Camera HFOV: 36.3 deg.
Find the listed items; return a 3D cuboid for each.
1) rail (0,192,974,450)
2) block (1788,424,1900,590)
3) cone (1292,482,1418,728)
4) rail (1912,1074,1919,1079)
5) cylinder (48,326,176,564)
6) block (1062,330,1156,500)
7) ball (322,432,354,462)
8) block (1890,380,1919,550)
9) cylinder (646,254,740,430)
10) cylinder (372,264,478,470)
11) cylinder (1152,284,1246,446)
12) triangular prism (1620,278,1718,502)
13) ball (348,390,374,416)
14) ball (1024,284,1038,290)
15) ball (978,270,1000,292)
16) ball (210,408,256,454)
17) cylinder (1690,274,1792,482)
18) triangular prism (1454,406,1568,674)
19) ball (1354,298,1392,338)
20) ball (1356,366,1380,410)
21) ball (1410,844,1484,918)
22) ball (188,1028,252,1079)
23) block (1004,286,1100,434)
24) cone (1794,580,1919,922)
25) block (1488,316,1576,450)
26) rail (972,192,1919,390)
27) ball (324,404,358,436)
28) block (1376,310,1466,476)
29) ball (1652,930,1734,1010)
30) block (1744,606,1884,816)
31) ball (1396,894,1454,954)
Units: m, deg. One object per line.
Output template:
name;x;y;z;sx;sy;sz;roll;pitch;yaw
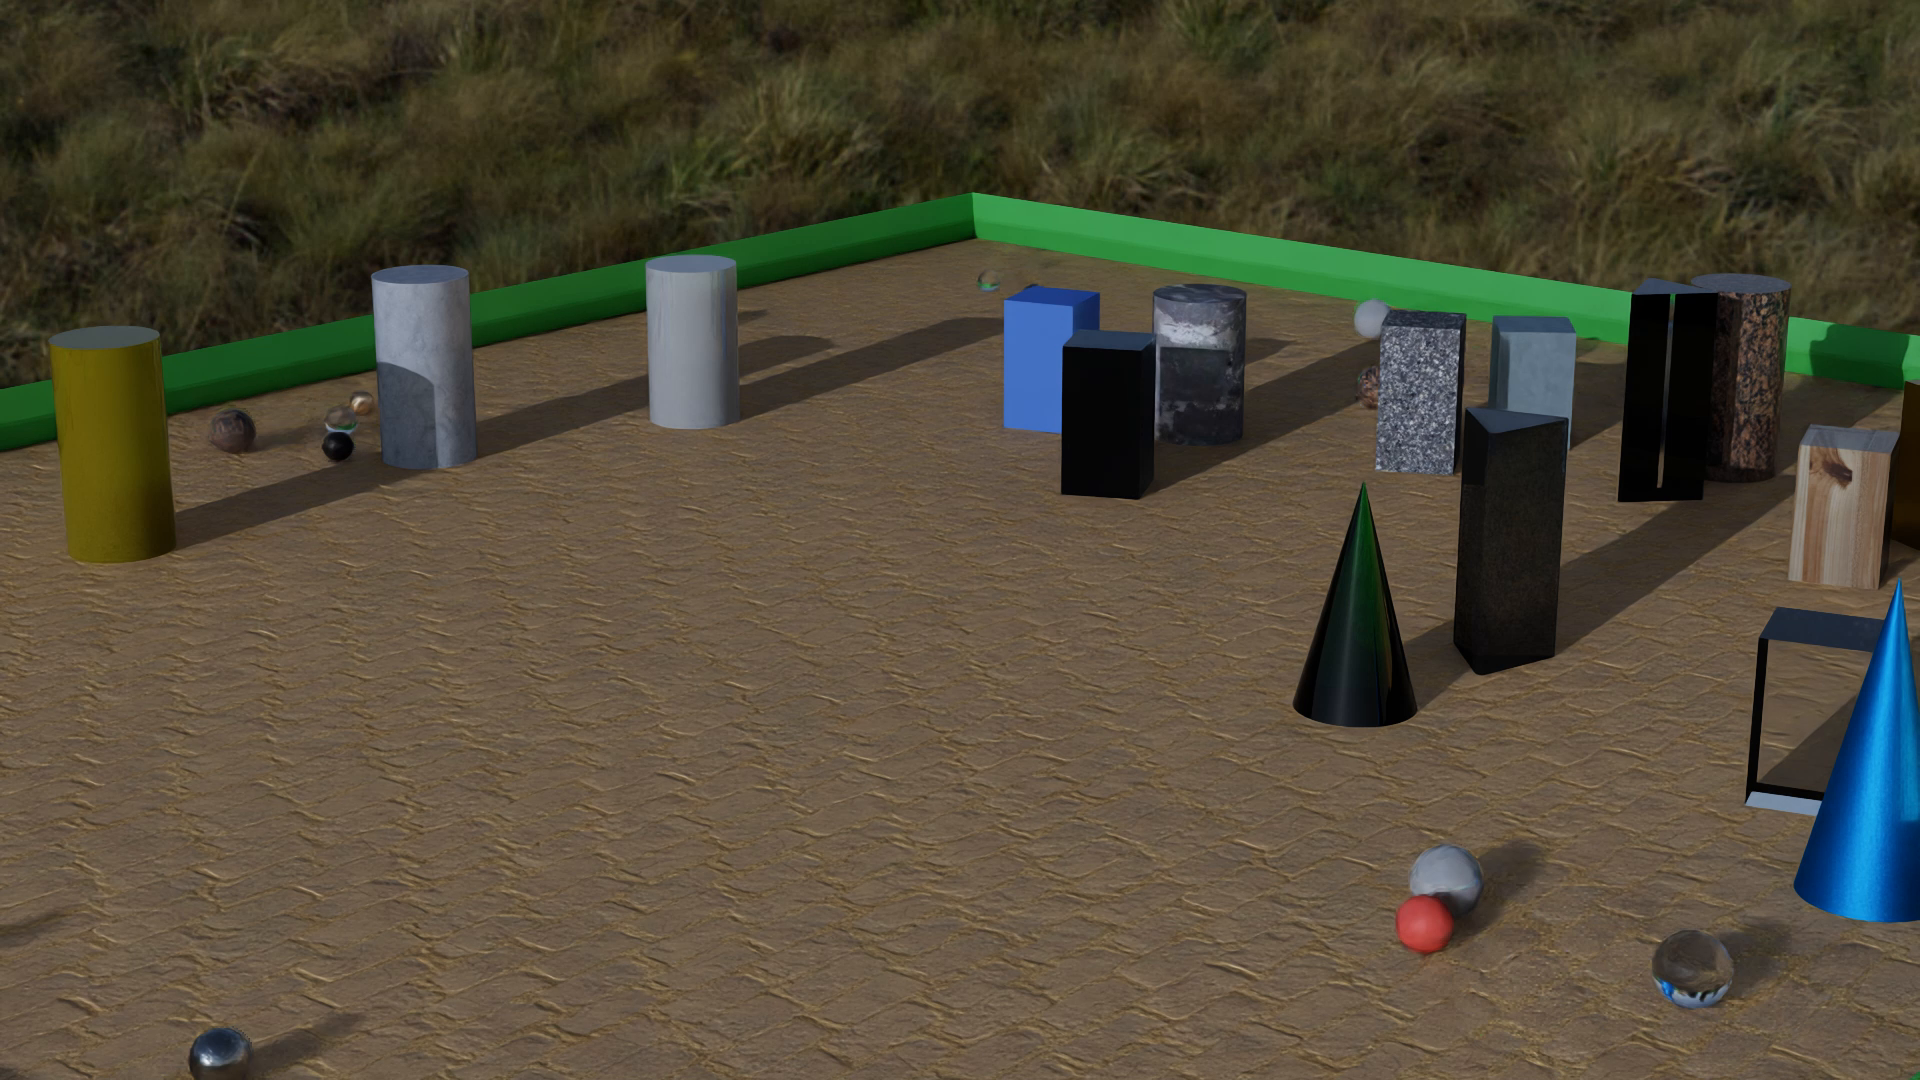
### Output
rail;-1.589;-0.367;6.441;0.045;0.126;5.006;14;22;39
block;1.573;-0.060;5.216;0.155;0.249;0.155;7;18;22
cone;0.617;0.083;4.533;0.194;0.368;0.194;0;17;0
rail;1.589;0.430;3.800;0.045;0.126;5.006;14;22;39
cylinder;-1.542;-0.176;5.342;0.194;0.397;0.194;0;17;0
block;0.292;-0.248;5.753;0.155;0.297;0.155;4;17;14
ball;-1.267;-0.191;5.973;0.062;0.062;0.062;0;17;0
block;1.831;-0.134;5.369;0.155;0.302;0.155;-6;18;-20
cylinder;-0.571;-0.425;6.270;0.194;0.338;0.194;0;17;0
cylinder;-1.087;-0.353;5.958;0.194;0.380;0.194;0;17;0
cylinder;0.499;-0.368;6.142;0.194;0.303;0.194;0;17;0
triangular prism;1.355;-0.294;5.710;0.168;0.411;0.145;-2;17;-6
ball;-1.293;-0.298;6.337;0.055;0.055;0.055;0;17;0
ball;0.187;-0.619;7.402;0.055;0.055;0.055;0;17;0
ball;0.074;-0.666;7.553;0.058;0.058;0.058;0;17;0
ball;-1.496;-0.224;6.028;0.093;0.093;0.093;0;17;0
cylinder;1.546;-0.325;5.859;0.194;0.384;0.194;0;17;0
triangular prism;0.865;-0.006;4.769;0.168;0.403;0.145;-11;20;-32
ball;0.995;-0.531;7.041;0.096;0.096;0.096;0;17;0
ball;0.909;-0.332;6.382;0.094;0.094;0.094;0;17;0
ball;0.633;0.444;3.809;0.096;0.096;0.096;0;17;0
ball;-0.847;0.594;3.356;0.071;0.071;0.071;0;17;0
block;0.196;-0.384;6.240;0.155;0.276;0.155;7;18;23
cone;1.208;0.257;3.832;0.194;0.440;0.194;0;17;0
block;1.190;-0.329;6.111;0.155;0.246;0.155;1;17;4
rail;1.625;-0.509;6.913;4.256;0.126;0.045;14;22;39
ball;-1.299;-0.249;6.155;0.068;0.068;0.068;0;17;0
block;0.931;-0.299;5.922;0.155;0.298;0.155;4;17;13
ball;0.888;0.521;3.554;0.096;0.096;0.096;0;17;0
block;1.224;0.247;4.191;0.155;0.253;0.155;7;18;23
ball;0.588;0.486;3.709;0.074;0.074;0.074;0;17;0
